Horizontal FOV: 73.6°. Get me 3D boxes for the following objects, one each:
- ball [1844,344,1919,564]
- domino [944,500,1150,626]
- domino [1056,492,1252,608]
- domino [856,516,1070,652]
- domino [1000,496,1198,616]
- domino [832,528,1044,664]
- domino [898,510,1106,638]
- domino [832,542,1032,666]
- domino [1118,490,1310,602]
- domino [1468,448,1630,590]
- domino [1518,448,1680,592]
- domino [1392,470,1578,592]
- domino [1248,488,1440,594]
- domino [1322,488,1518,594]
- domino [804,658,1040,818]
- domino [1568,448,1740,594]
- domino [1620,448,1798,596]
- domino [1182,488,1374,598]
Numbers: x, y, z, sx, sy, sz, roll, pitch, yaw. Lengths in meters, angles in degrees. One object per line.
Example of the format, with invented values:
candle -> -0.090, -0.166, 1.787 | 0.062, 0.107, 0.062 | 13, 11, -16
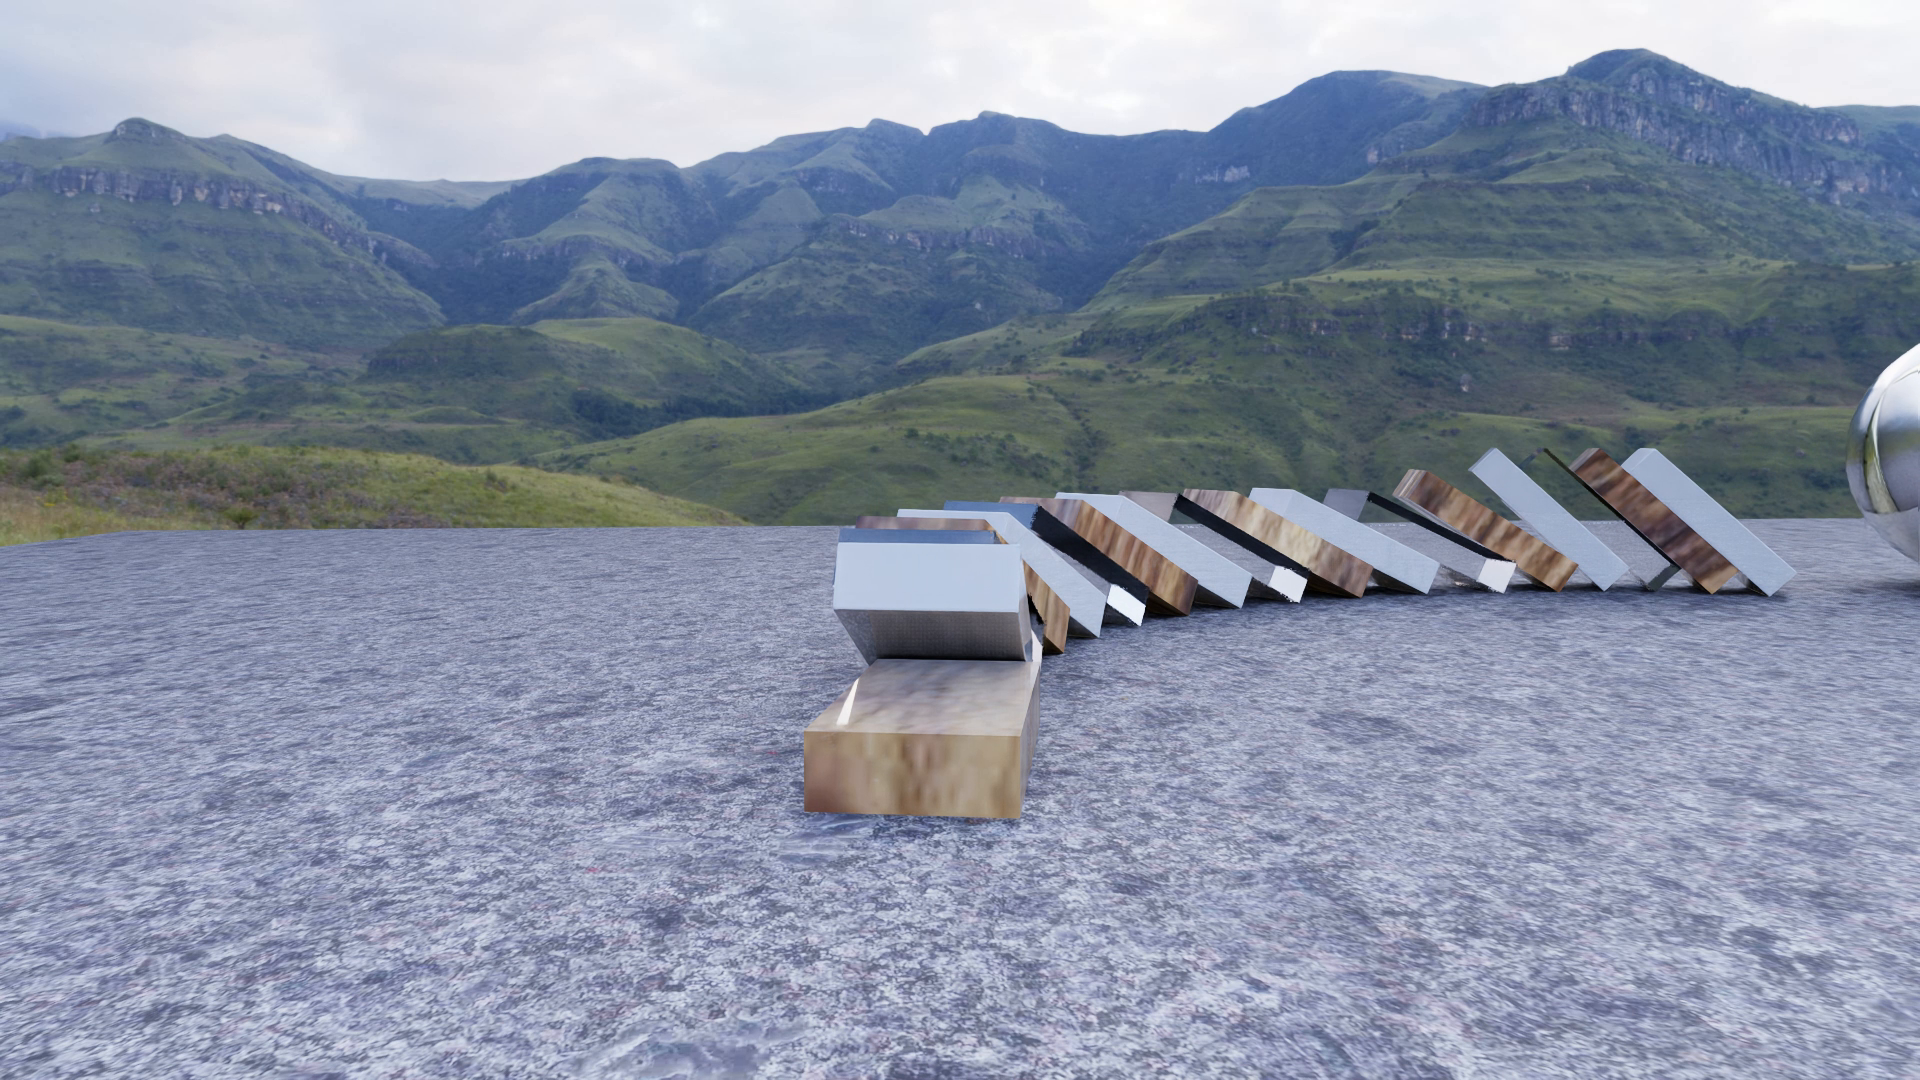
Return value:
ball -> 0.314, -0.026, 0.384 | 0.080, 0.080, 0.080 | 0, 4, 0
domino -> 0.020, 0.006, 0.291 | 0.025, 0.010, 0.050 | 4, -20, 39
domino -> 0.049, 0.003, 0.329 | 0.050, 0.009, 0.025 | 28, -12, -33
domino -> 0.001, 0.009, 0.246 | 0.025, 0.009, 0.050 | 2, -20, 24
domino -> 0.033, 0.004, 0.310 | 0.025, 0.009, 0.050 | 4, -19, 45
domino -> -0.002, 0.011, 0.221 | 0.025, 0.009, 0.050 | 1, -20, 13
domino -> 0.009, 0.008, 0.269 | 0.025, 0.009, 0.050 | 3, -20, 31
domino -> -0.002, 0.013, 0.196 | 0.025, 0.010, 0.050 | 1, -20, 6
domino -> 0.067, 0.002, 0.344 | 0.050, 0.010, 0.025 | 27, -9, -28
domino -> 0.175, -0.007, 0.384 | 0.050, 0.010, 0.025 | 46, 16, 11
domino -> 0.190, -0.007, 0.383 | 0.050, 0.009, 0.025 | 46, 16, 11
domino -> 0.155, -0.003, 0.381 | 0.050, 0.010, 0.025 | 33, 8, 4
domino -> 0.108, 0.000, 0.367 | 0.050, 0.009, 0.025 | 25, -2, -13
domino -> 0.132, 0.000, 0.373 | 0.050, 0.009, 0.025 | 24, 0, -11
domino -> -0.003, 0.025, 0.172 | 0.025, 0.009, 0.050 | 0, 4, 6
domino -> 0.202, -0.006, 0.377 | 0.050, 0.010, 0.025 | 45, 16, 11
domino -> 0.215, -0.006, 0.372 | 0.050, 0.010, 0.025 | 45, 16, 10
domino -> 0.087, 0.001, 0.357 | 0.050, 0.010, 0.025 | 25, -6, -21
